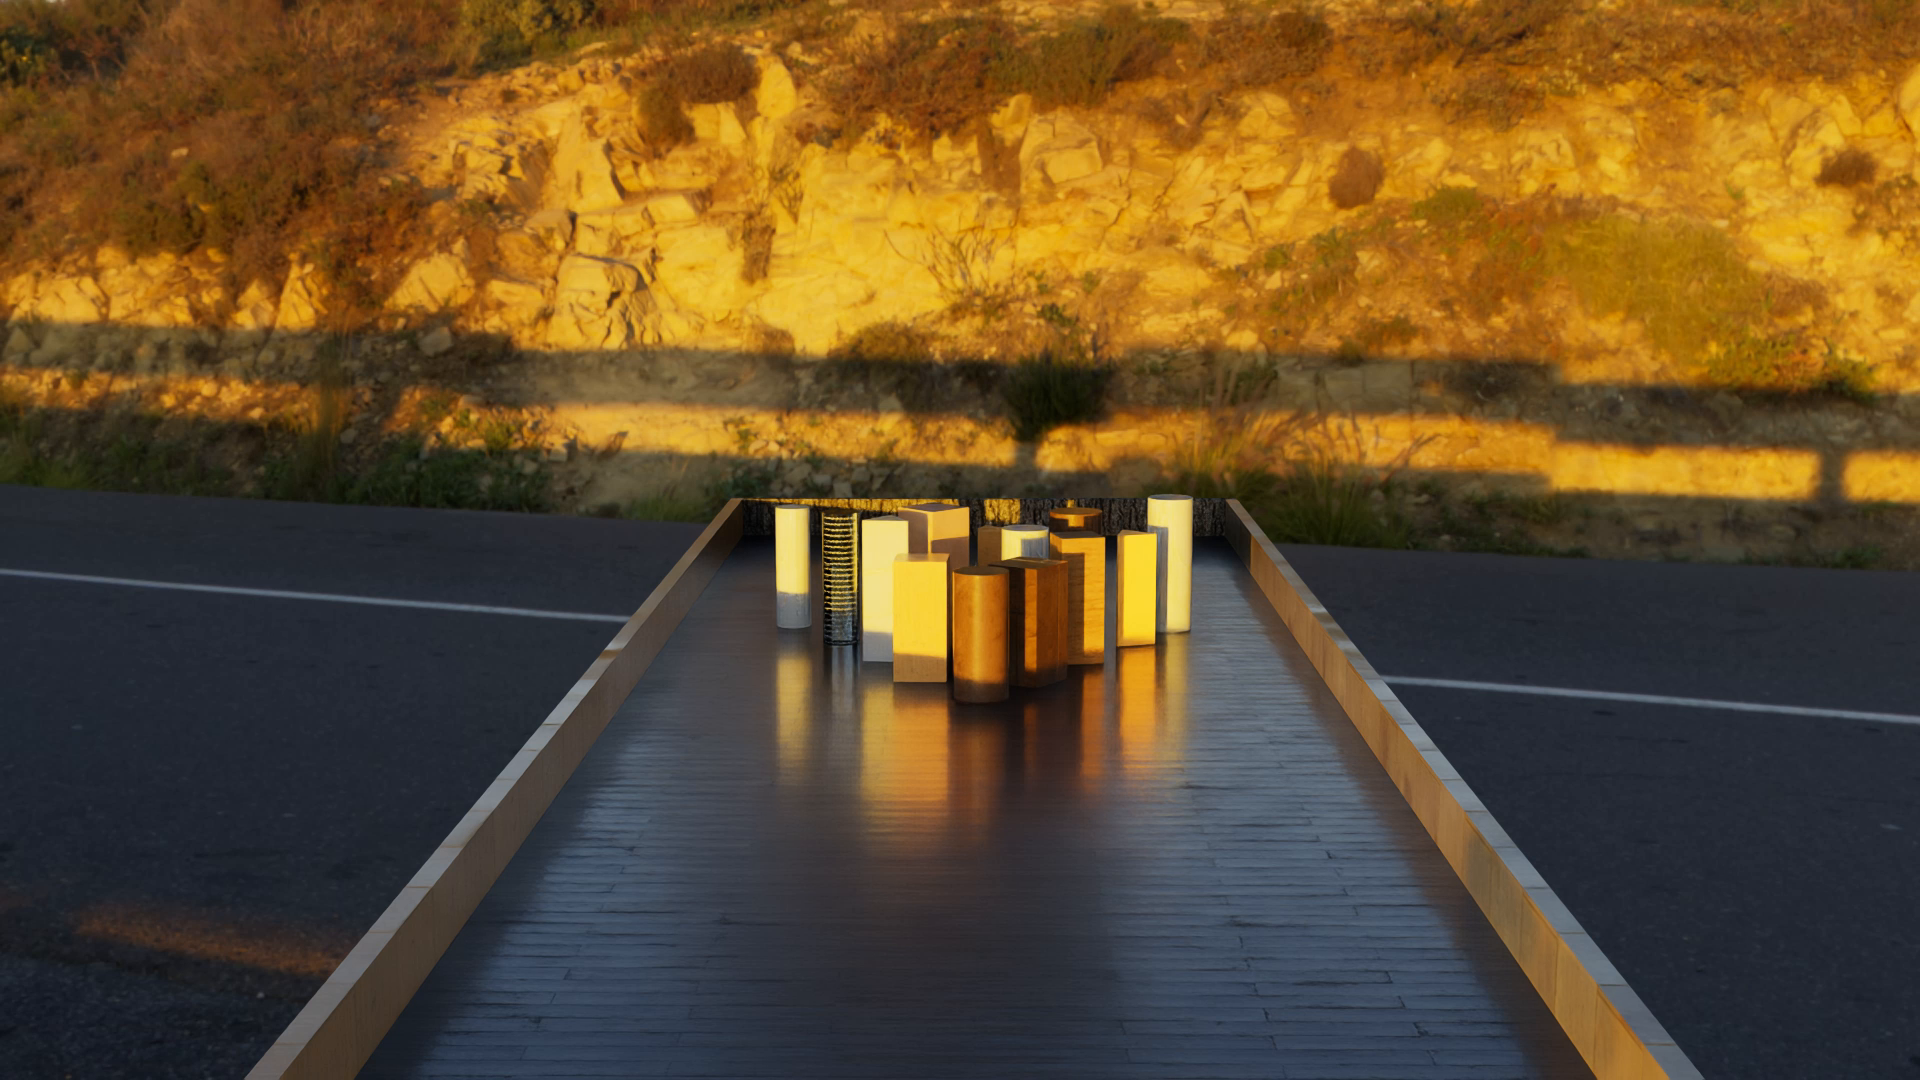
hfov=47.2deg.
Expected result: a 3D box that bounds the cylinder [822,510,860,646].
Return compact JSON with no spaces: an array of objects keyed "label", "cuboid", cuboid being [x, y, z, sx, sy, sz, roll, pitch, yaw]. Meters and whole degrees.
[{"label":"cylinder","cuboid":[-0.375,0.117,6.936,0.116,0.417,0.116,0,9,0]}]

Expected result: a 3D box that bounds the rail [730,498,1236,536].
[{"label":"rail","cuboid":[0.099,-0.098,9.147,2.100,0.150,0.050,0,9,1]}]

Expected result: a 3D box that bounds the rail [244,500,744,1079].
[{"label":"rail","cuboid":[-1.004,0.839,3.234,0.050,0.150,12.000,0,9,1]}]

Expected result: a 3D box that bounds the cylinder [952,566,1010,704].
[{"label":"cylinder","cuboid":[0.059,0.266,6.166,0.158,0.365,0.158,0,9,0]}]

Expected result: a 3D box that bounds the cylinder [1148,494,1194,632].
[{"label":"cylinder","cuboid":[0.682,0.075,7.158,0.147,0.432,0.147,0,9,0]}]

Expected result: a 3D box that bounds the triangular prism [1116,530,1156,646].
[{"label":"triangular prism","cuboid":[0.537,0.149,6.951,0.132,0.351,0.114,-3,9,-18]}]

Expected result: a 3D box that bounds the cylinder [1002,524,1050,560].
[{"label":"cylinder","cuboid":[0.204,0.145,6.910,0.149,0.370,0.149,0,9,0]}]

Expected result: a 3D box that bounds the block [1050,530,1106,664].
[{"label":"block","cuboid":[0.355,0.175,6.677,0.134,0.385,0.134,-2,9,-13]}]

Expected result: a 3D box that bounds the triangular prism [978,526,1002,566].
[{"label":"triangular prism","cuboid":[0.094,0.117,7.231,0.087,0.325,0.075,-2,9,-12]}]

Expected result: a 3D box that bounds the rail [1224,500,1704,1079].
[{"label":"rail","cuboid":[1.046,0.843,3.208,0.050,0.150,12.000,0,9,1]}]

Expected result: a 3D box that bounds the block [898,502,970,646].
[{"label":"block","cuboid":[-0.083,0.111,6.921,0.157,0.434,0.157,-9,12,-43]}]

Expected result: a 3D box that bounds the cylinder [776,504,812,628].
[{"label":"cylinder","cuboid":[-0.546,0.086,7.212,0.113,0.393,0.113,0,9,0]}]

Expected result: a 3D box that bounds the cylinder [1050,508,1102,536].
[{"label":"cylinder","cuboid":[0.379,0.093,7.211,0.174,0.380,0.174,0,9,0]}]

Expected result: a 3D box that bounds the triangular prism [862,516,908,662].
[{"label":"triangular prism","cuboid":[-0.218,0.146,6.707,0.138,0.432,0.119,1,9,7]}]

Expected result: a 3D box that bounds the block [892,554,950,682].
[{"label":"block","cuboid":[-0.112,0.226,6.451,0.155,0.354,0.155,1,9,4]}]

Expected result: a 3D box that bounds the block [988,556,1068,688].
[{"label":"block","cuboid":[0.197,0.237,6.404,0.169,0.347,0.169,6,11,34]}]
